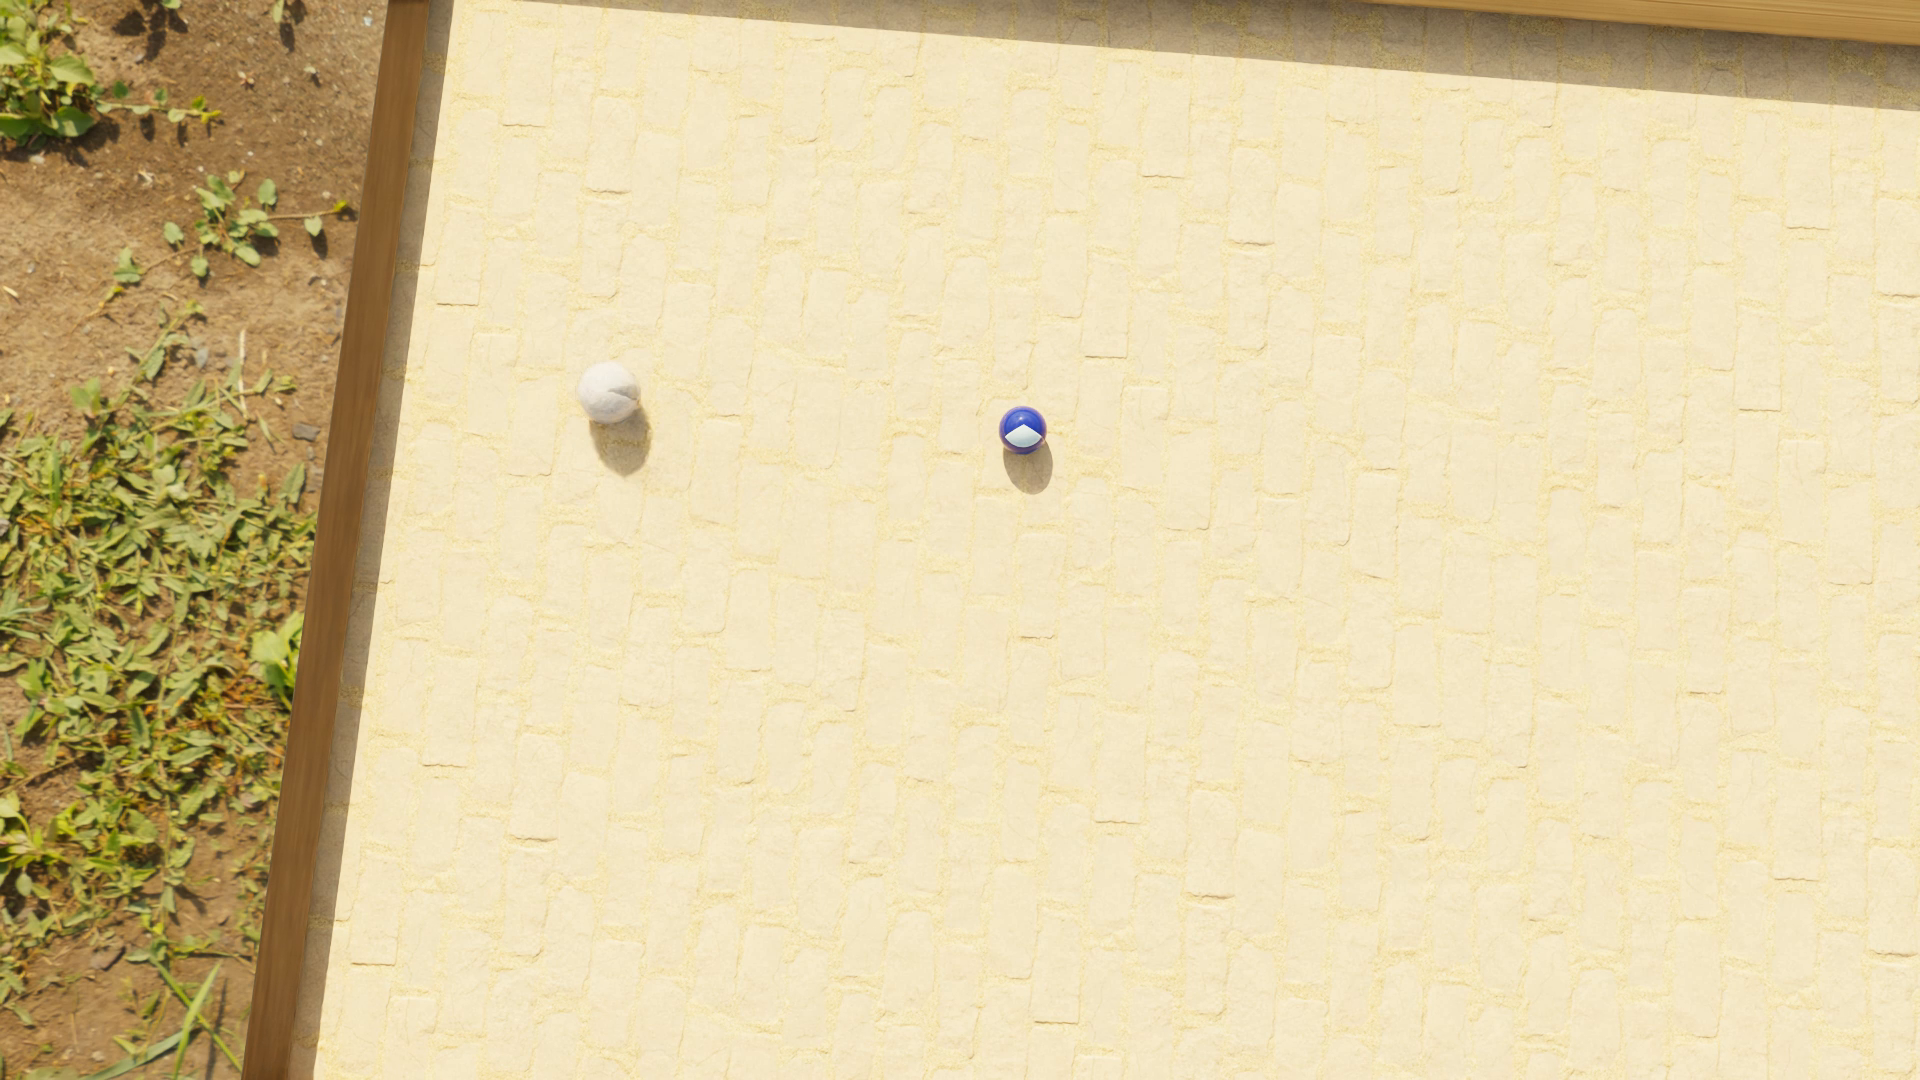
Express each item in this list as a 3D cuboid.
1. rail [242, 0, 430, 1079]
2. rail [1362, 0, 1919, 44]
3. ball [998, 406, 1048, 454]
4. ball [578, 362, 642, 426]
[{"bbox_3d":[-0.907,-0.078,3.269,0.045,0.123,1.876,5,80,1],"label":"rail"},{"bbox_3d":[1.007,-0.824,3.400,3.736,0.123,0.045,5,80,1],"label":"rail"},{"bbox_3d":[0.095,-0.165,3.310,0.075,0.075,0.075,0,80,0],"label":"ball"},{"bbox_3d":[-0.528,-0.220,3.310,0.094,0.094,0.094,0,80,0],"label":"ball"}]
